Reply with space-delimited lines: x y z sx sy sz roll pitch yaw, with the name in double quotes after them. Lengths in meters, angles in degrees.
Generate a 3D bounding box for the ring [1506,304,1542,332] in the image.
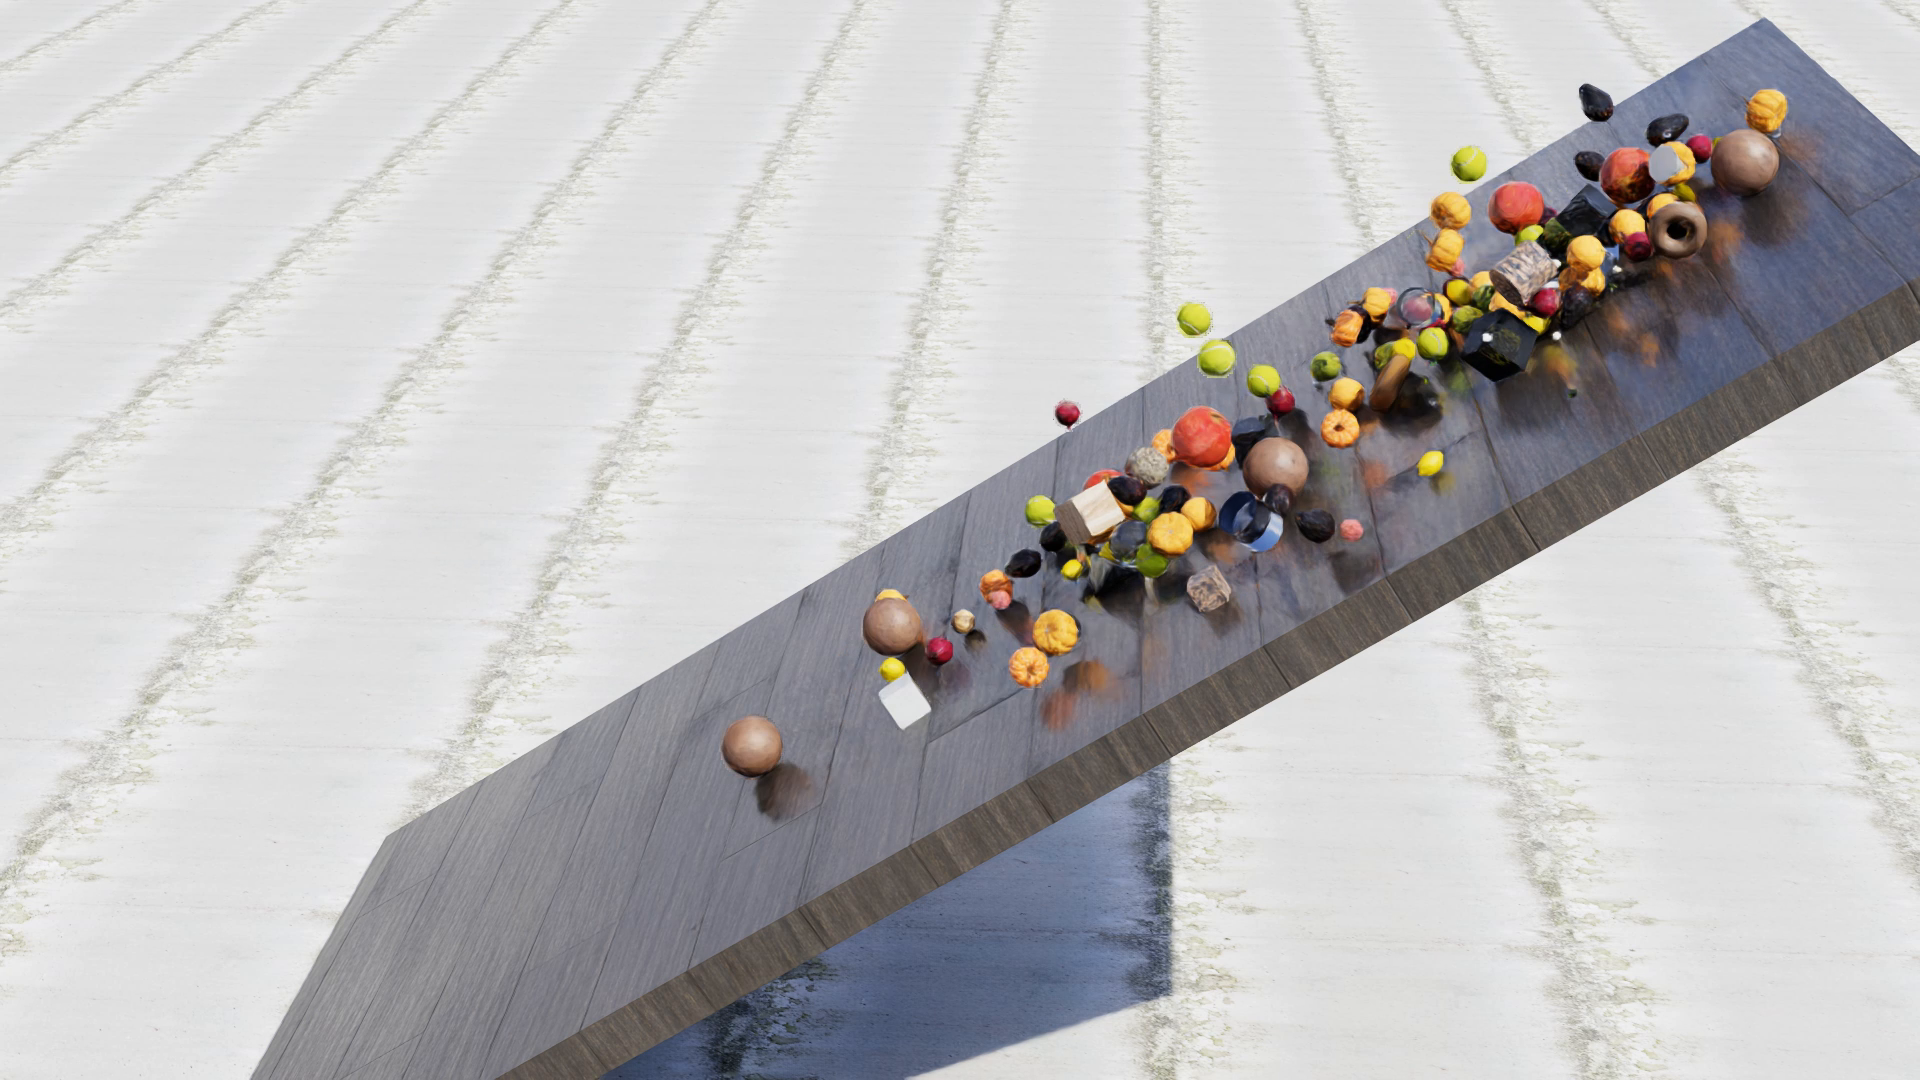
1.086 -0.415 5.826 0.148 0.049 0.148 -31 16 10 "ring"

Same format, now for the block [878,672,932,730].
-0.113 0.328 6.001 0.074 0.074 0.074 -34 15 1 "block"

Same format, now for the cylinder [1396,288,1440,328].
0.926 -0.470 5.937 0.076 0.076 0.076 8 3 20 "cylinder"

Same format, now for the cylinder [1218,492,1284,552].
0.550 -0.034 5.549 0.088 0.088 0.088 32 -5 -41 "cylinder"

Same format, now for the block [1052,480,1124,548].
0.266 -0.054 6.094 0.090 0.090 0.090 -29 -1 -29 "block"

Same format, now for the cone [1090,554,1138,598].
0.316 0.068 5.964 0.092 0.092 0.092 -4 20 8 "cone"

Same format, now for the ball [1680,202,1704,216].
1.427 -0.633 5.760 0.058 0.058 0.058 0 20 0 "ball"

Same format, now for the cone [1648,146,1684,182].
1.406 -0.737 5.791 0.072 0.072 0.072 4 14 -39 "cone"

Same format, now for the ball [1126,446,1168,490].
0.402 -0.155 6.332 0.093 0.093 0.093 0 20 0 "ball"

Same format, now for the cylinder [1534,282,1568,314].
1.167 -0.478 5.815 0.051 0.051 0.051 -5 -16 -13 "cylinder"

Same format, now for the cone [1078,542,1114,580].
0.297 0.038 6.110 0.080 0.080 0.080 -11 23 -23 "cone"

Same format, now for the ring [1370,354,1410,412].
0.863 -0.316 5.914 0.043 0.128 0.128 27 22 -1 "ring"

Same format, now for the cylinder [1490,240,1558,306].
1.062 -0.503 5.548 0.090 0.090 0.090 -42 32 -9 "cylinder"

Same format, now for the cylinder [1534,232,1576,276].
1.202 -0.579 5.952 0.092 0.092 0.092 4 7 11 "cylinder"

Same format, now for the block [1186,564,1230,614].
0.467 0.093 5.535 0.058 0.058 0.058 -29 16 20 "block"

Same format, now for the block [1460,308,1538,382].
1.035 -0.375 5.650 0.091 0.091 0.091 33 -26 -19 "block"

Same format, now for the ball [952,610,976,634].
0.007 0.175 6.265 0.052 0.052 0.052 0 20 0 "ball"

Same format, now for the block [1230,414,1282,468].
0.612 -0.204 6.081 0.077 0.077 0.077 -10 24 24 "block"

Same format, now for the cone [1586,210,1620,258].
1.296 -0.597 5.882 0.095 0.095 0.095 -9 58 -23 "cone"

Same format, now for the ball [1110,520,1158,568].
0.352 0.008 5.966 0.098 0.098 0.098 0 20 0 "ball"

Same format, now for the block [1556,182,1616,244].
1.224 -0.639 5.752 0.073 0.073 0.073 43 37 6 "block"

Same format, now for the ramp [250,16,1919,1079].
0.140 0.170 6.294 4.000 0.100 2.000 -31 15 14 "ramp"
